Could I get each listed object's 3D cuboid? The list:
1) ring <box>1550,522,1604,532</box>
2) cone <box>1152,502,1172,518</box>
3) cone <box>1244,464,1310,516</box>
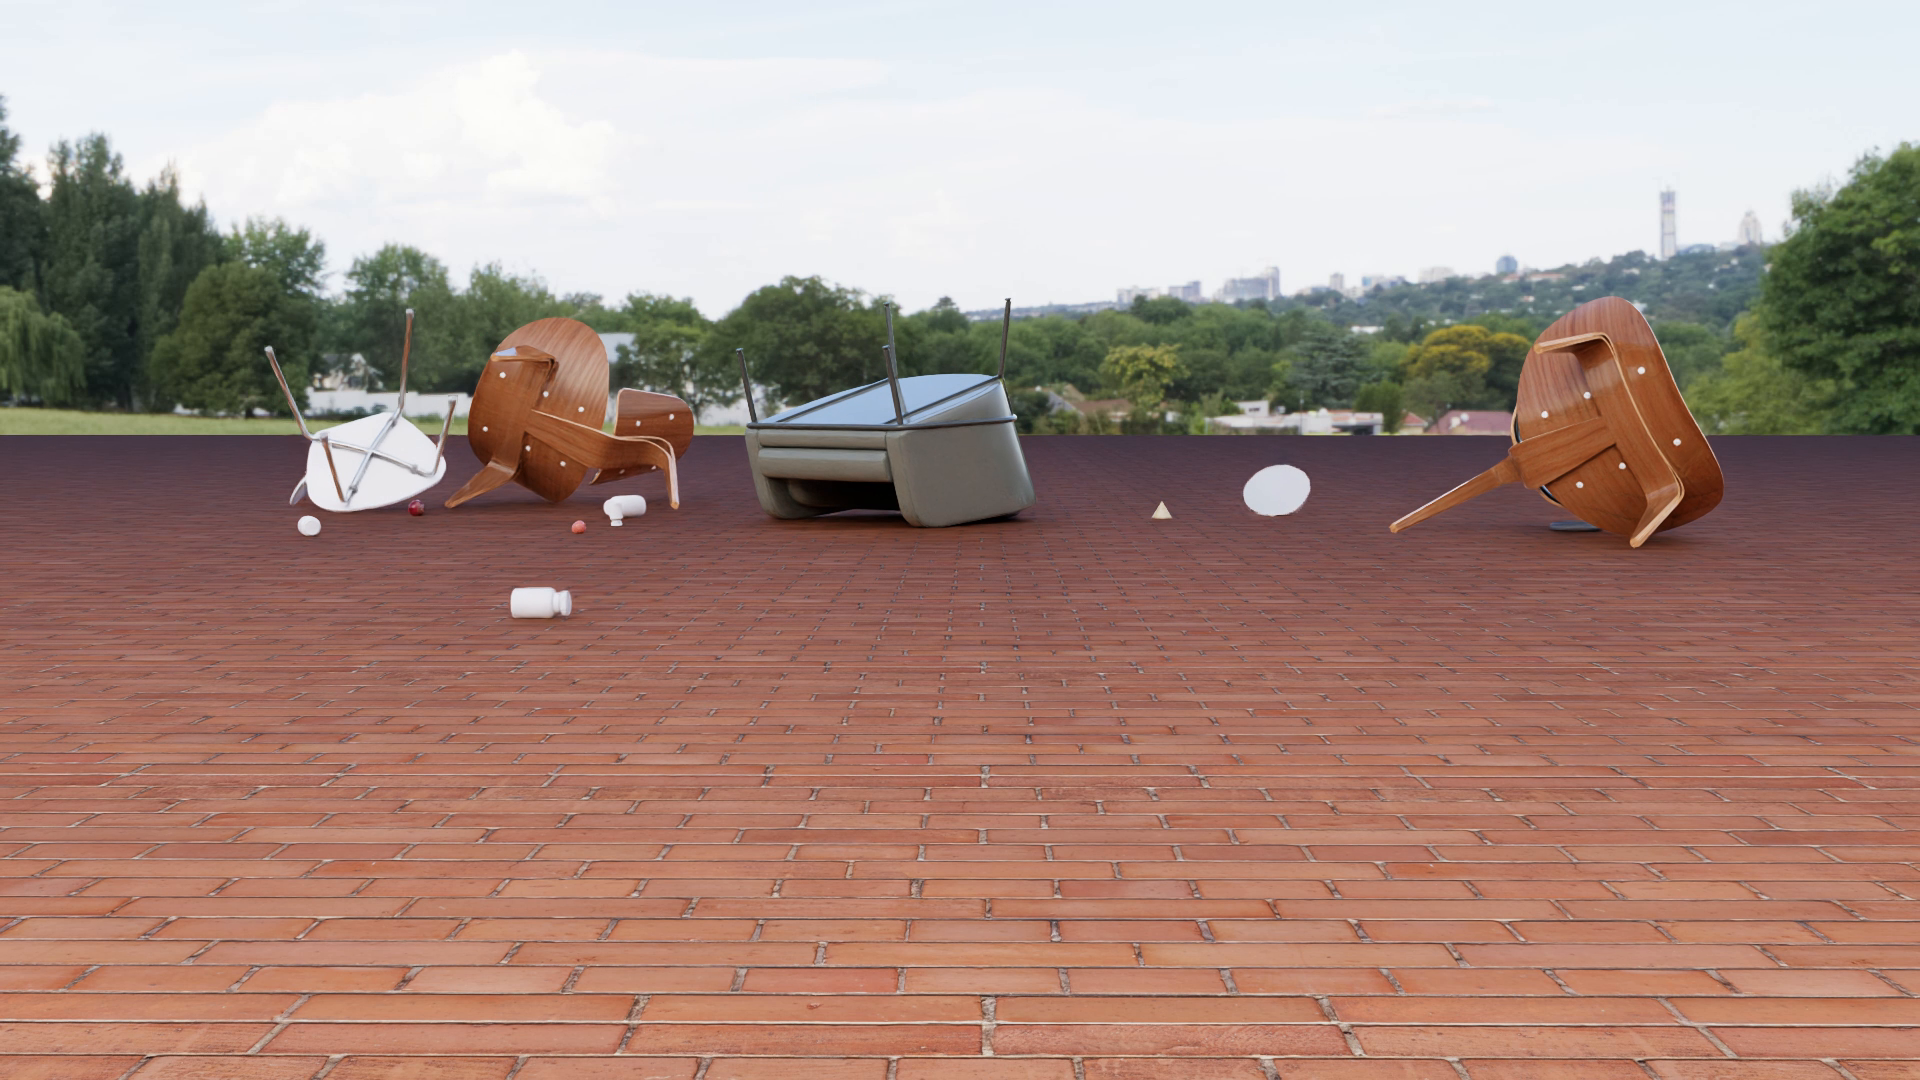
[{"bbox_3d":[1.953,-0.043,6.959,0.171,0.029,0.130,1,5,2],"label":"ring"},{"bbox_3d":[0.703,-0.106,7.656,0.074,0.060,0.042,1,4,13],"label":"cone"},{"bbox_3d":[1.168,-0.137,7.899,0.252,0.208,0.170,6,-25,33],"label":"cone"}]
